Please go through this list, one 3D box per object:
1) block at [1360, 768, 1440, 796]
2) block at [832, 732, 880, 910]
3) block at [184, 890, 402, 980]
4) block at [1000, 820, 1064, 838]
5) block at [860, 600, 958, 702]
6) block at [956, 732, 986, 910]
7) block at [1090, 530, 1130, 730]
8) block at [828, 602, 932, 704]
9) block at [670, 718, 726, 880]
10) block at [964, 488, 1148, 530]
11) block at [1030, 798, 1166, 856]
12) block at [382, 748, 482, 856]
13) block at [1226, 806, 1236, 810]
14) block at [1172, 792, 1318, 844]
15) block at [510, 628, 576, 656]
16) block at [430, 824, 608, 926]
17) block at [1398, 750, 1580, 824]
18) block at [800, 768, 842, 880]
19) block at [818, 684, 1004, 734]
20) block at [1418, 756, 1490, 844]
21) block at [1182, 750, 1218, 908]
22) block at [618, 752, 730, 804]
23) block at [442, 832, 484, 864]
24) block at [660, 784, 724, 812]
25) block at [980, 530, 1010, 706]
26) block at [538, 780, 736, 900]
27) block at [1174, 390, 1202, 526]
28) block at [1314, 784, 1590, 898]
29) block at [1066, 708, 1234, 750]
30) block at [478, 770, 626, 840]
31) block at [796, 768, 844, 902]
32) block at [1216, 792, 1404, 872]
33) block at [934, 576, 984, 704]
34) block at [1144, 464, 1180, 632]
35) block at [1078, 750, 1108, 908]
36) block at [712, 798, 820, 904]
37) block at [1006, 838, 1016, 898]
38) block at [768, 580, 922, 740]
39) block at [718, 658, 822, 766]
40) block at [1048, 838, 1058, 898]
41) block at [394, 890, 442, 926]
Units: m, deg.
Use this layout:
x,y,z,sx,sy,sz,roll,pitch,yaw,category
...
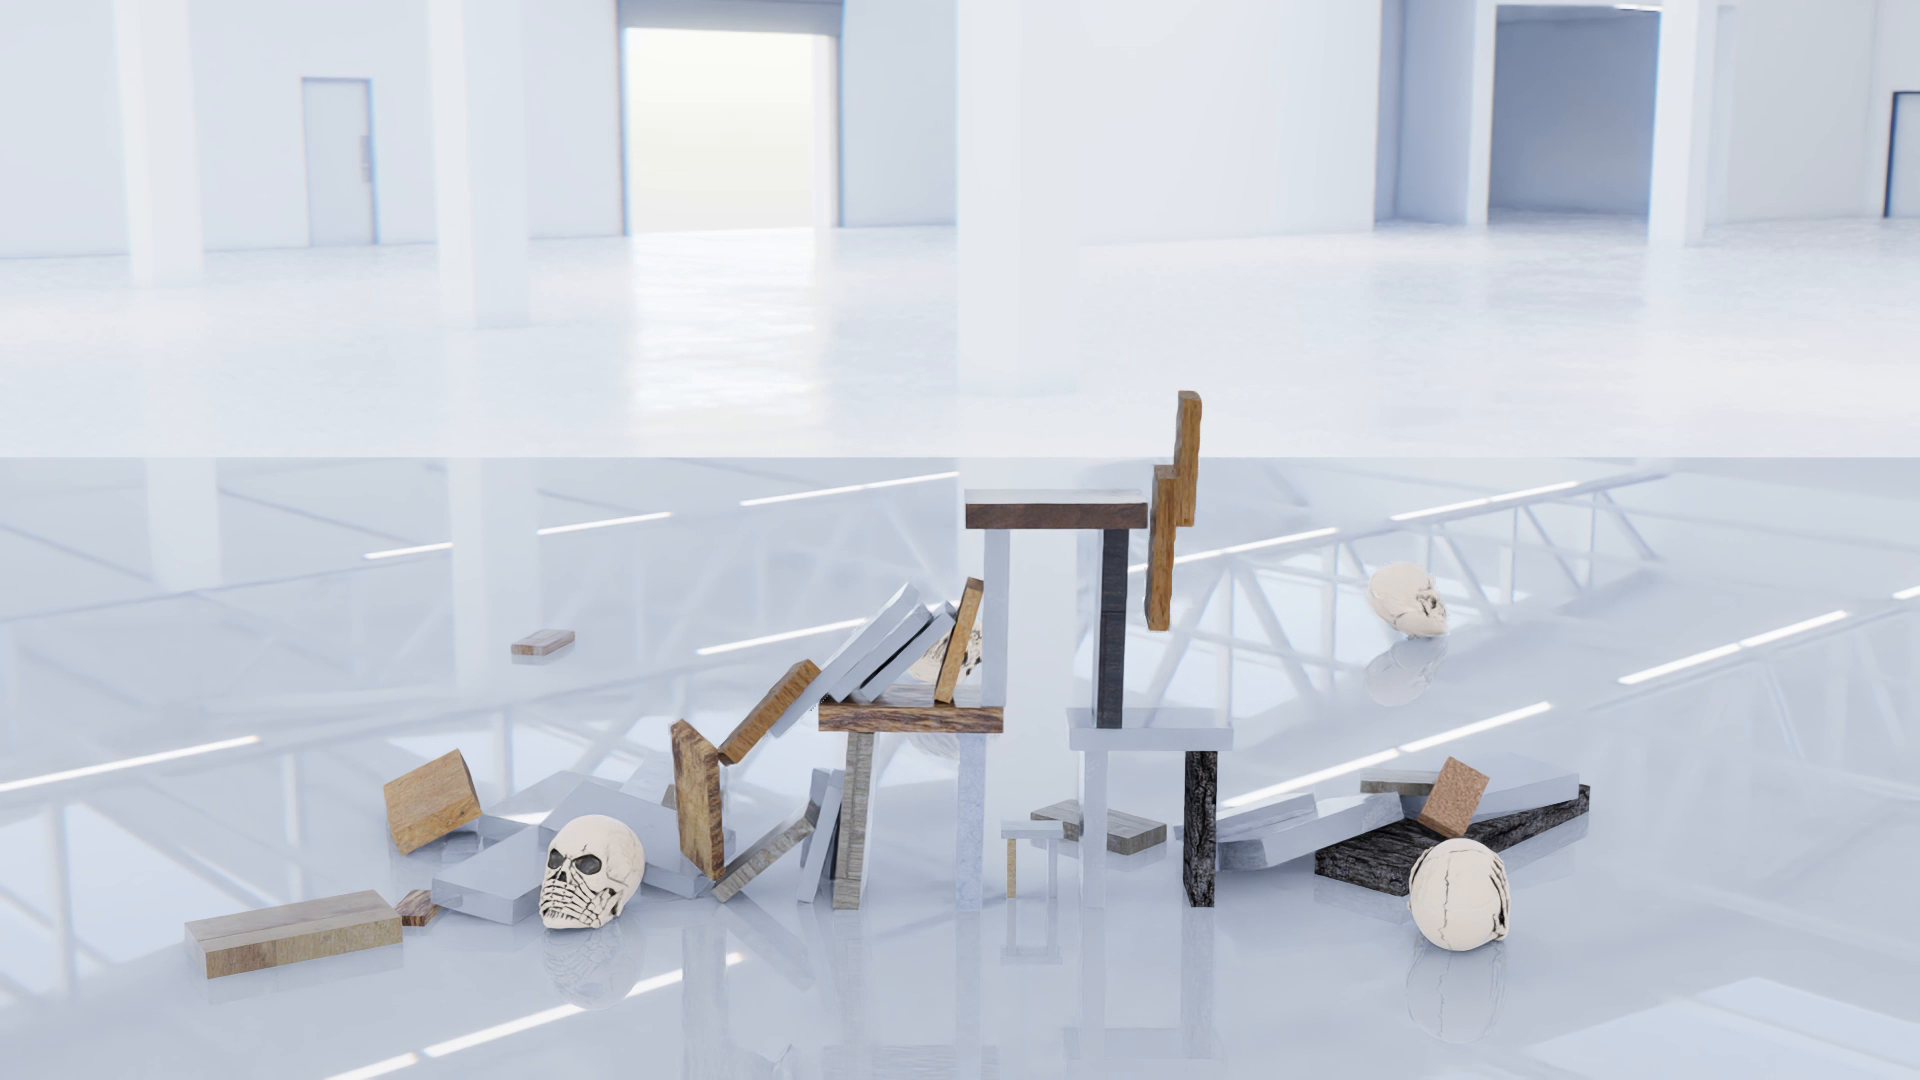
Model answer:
x,y,z,sx,sy,sz,roll,pitch,yaw,category
0.795,0.432,3.922,0.160,0.023,0.080,2,11,9,block
-0.169,0.443,3.638,0.042,0.298,0.149,6,11,2,block
-1.040,0.613,3.432,0.298,0.042,0.149,-6,12,-30,block
0.119,0.481,3.653,0.103,0.015,0.051,0,11,0,block
-0.083,0.180,3.588,0.191,0.027,0.095,-43,7,8,block
0.018,0.443,3.639,0.042,0.298,0.149,2,11,0,block
0.244,0.131,3.586,0.041,0.327,0.145,1,11,0,block
-0.129,0.183,3.572,0.191,0.027,0.095,-42,2,13,block
-0.422,0.422,3.549,0.025,0.309,0.087,-32,53,-32,block
0.152,-0.051,3.551,0.290,0.041,0.145,0,11,-1,block
0.249,0.517,3.972,0.225,0.032,0.113,9,14,42,block
-0.965,0.474,4.013,0.154,0.044,0.309,-27,17,-11,block
0.501,0.519,3.988,0.080,0.023,0.160,5,12,27,block
0.498,0.486,3.848,0.225,0.032,0.113,-13,-3,-22,block
-1.027,0.252,5.421,0.087,0.025,0.175,3,11,15,block
-0.730,0.556,3.682,0.154,0.044,0.309,11,14,20,block
0.941,0.453,4.003,0.345,0.049,0.172,-7,13,-33,block
-0.228,0.484,3.758,0.025,0.175,0.087,5,5,-40,block
-0.078,0.275,3.607,0.298,0.042,0.149,1,11,0,block
0.860,0.451,3.828,0.080,0.023,0.160,29,44,11,block
0.398,0.459,3.646,0.038,0.266,0.133,0,11,0,block
-0.543,0.474,4.079,0.154,0.044,0.419,2,11,5,block
-0.877,0.542,3.881,0.061,0.017,0.122,-1,11,-7,block
-0.481,0.505,3.820,0.101,0.029,0.202,7,33,4,block
0.058,0.112,3.580,0.041,0.290,0.145,1,11,1,block
-0.548,0.506,3.735,0.298,0.042,0.149,16,31,17,block
0.364,-0.132,3.542,0.029,0.204,0.102,3,11,0,block
0.892,0.515,3.937,0.172,0.049,0.648,10,14,42,block
0.309,0.310,3.618,0.265,0.038,0.133,0,11,0,block
-0.738,0.493,4.028,0.149,0.042,0.298,9,12,18,block
-0.227,0.490,3.654,0.029,0.202,0.101,16,11,0,block
0.588,0.505,3.810,0.345,0.049,0.172,-12,-3,-38,block
-0.002,0.162,3.584,0.027,0.191,0.095,16,10,-2,block
0.327,0.012,3.574,0.032,0.251,0.113,3,13,0,block
0.220,0.459,3.645,0.038,0.266,0.133,0,11,0,block
-0.321,0.516,3.654,0.202,0.029,0.101,-39,6,9,block
0.085,0.539,3.664,0.015,0.103,0.051,0,11,0,block
-0.190,0.195,3.579,0.317,0.029,0.102,-44,5,14,block
-0.314,0.280,3.564,0.204,0.029,0.102,-48,8,-17,block
0.154,0.539,3.664,0.015,0.103,0.051,0,11,0,block
-0.881,0.598,3.578,0.061,0.017,0.121,1,11,5,block
